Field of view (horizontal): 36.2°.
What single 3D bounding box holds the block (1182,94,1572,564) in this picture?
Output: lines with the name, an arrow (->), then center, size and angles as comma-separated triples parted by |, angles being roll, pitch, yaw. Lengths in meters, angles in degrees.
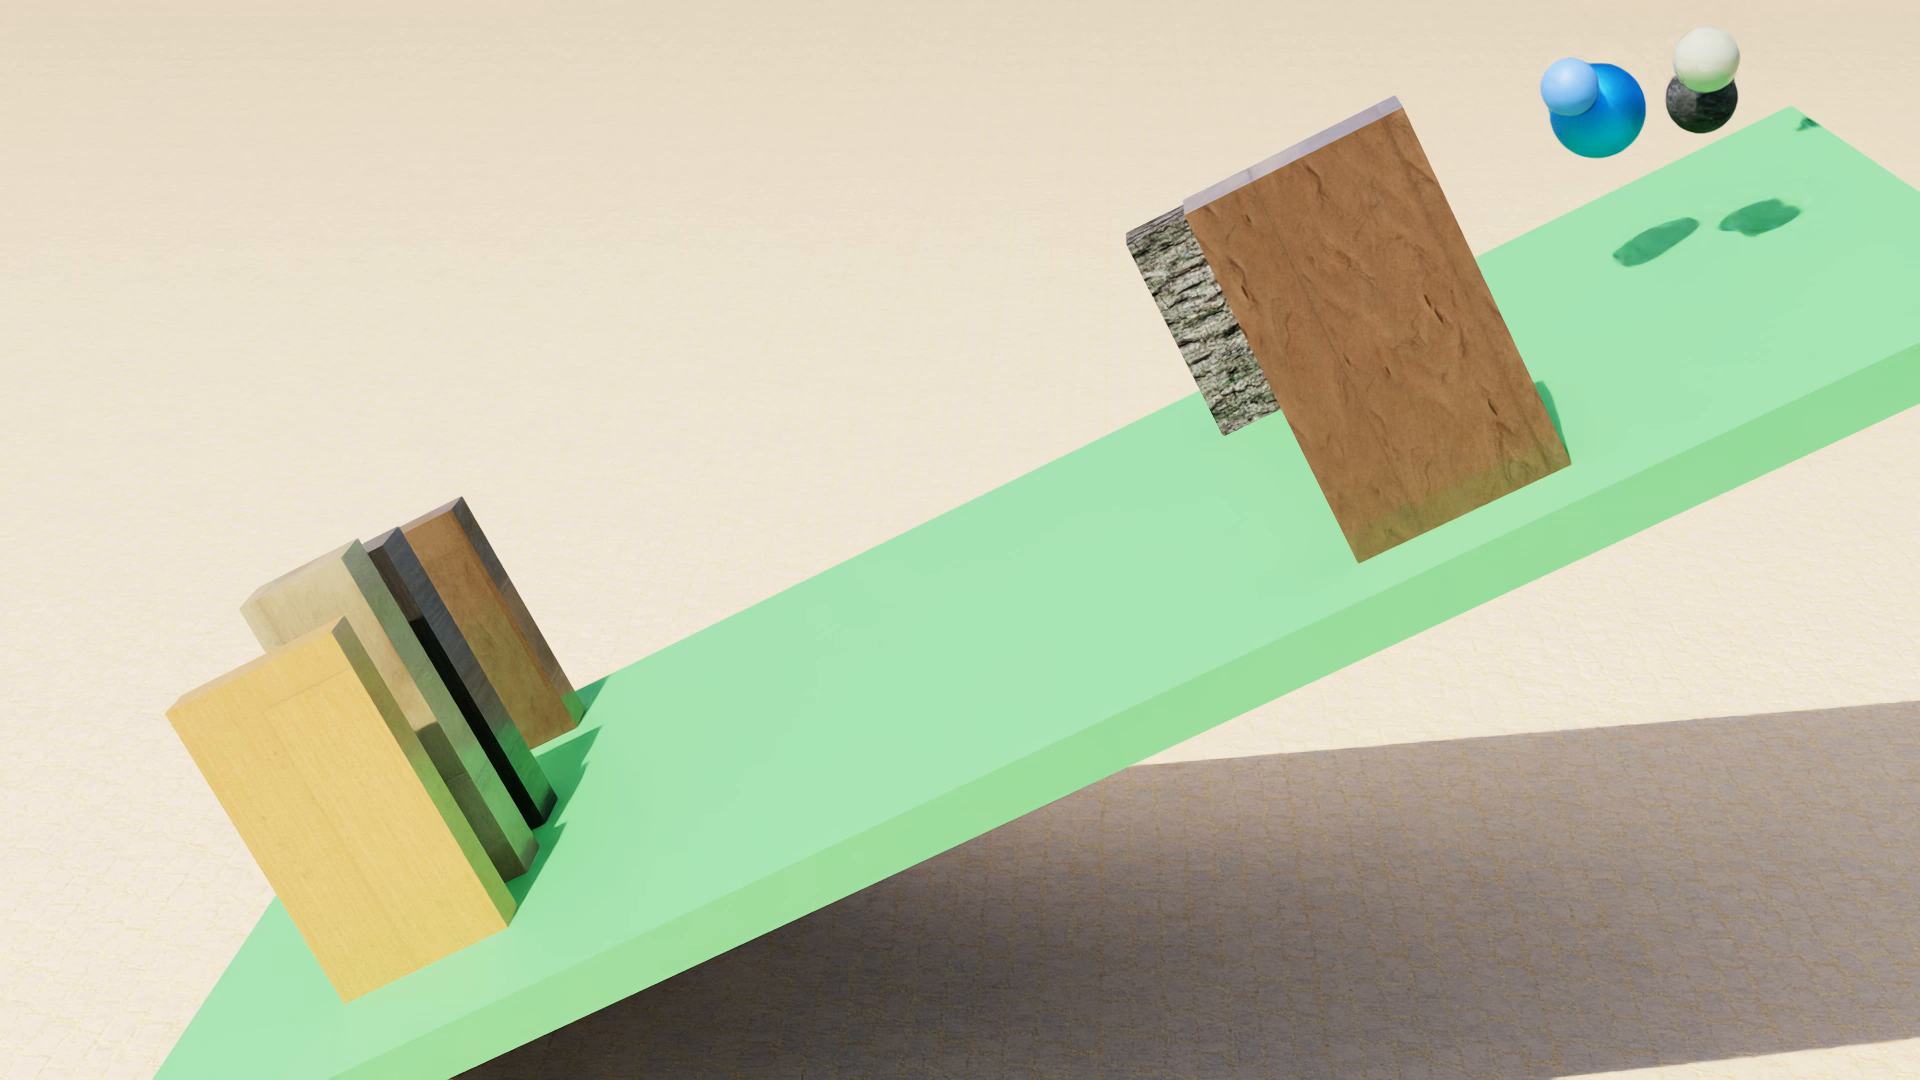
block -> 0.754, -0.377, 5.325 | 0.423, 0.722, 0.148 | -26, 14, 10

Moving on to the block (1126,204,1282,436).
block -> 0.632, -0.535, 6.621 | 0.332, 0.493, 0.139 | -26, 14, 10

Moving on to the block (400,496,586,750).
block -> -1.188, 0.235, 7.104 | 0.290, 0.612, 0.120 | -26, 14, 10

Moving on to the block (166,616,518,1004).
block -> -1.232, 0.544, 5.886 | 0.385, 0.697, 0.105 | -26, 14, 10

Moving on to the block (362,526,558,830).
block -> -1.175, 0.346, 6.460 | 0.241, 0.712, 0.148 | -26, 14, 10

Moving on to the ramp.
ramp -> 0.140, 0.168, 6.281 | 4.000, 0.100, 2.000 | -26, 14, 10

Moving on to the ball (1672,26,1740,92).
ball -> 1.460, -0.940, 5.754 | 0.129, 0.129, 0.129 | 0, 17, 0

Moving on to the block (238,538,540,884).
block -> -1.191, 0.399, 6.173 | 0.246, 0.772, 0.143 | -26, 14, 10

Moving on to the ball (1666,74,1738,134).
ball -> 1.501, -0.895, 5.955 | 0.143, 0.143, 0.143 | 0, 17, 0

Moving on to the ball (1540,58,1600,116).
ball -> 1.234, -0.917, 5.954 | 0.117, 0.117, 0.117 | 0, 17, 0

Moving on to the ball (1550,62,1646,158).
ball -> 1.320, -0.889, 6.092 | 0.197, 0.197, 0.197 | 0, 17, 0
